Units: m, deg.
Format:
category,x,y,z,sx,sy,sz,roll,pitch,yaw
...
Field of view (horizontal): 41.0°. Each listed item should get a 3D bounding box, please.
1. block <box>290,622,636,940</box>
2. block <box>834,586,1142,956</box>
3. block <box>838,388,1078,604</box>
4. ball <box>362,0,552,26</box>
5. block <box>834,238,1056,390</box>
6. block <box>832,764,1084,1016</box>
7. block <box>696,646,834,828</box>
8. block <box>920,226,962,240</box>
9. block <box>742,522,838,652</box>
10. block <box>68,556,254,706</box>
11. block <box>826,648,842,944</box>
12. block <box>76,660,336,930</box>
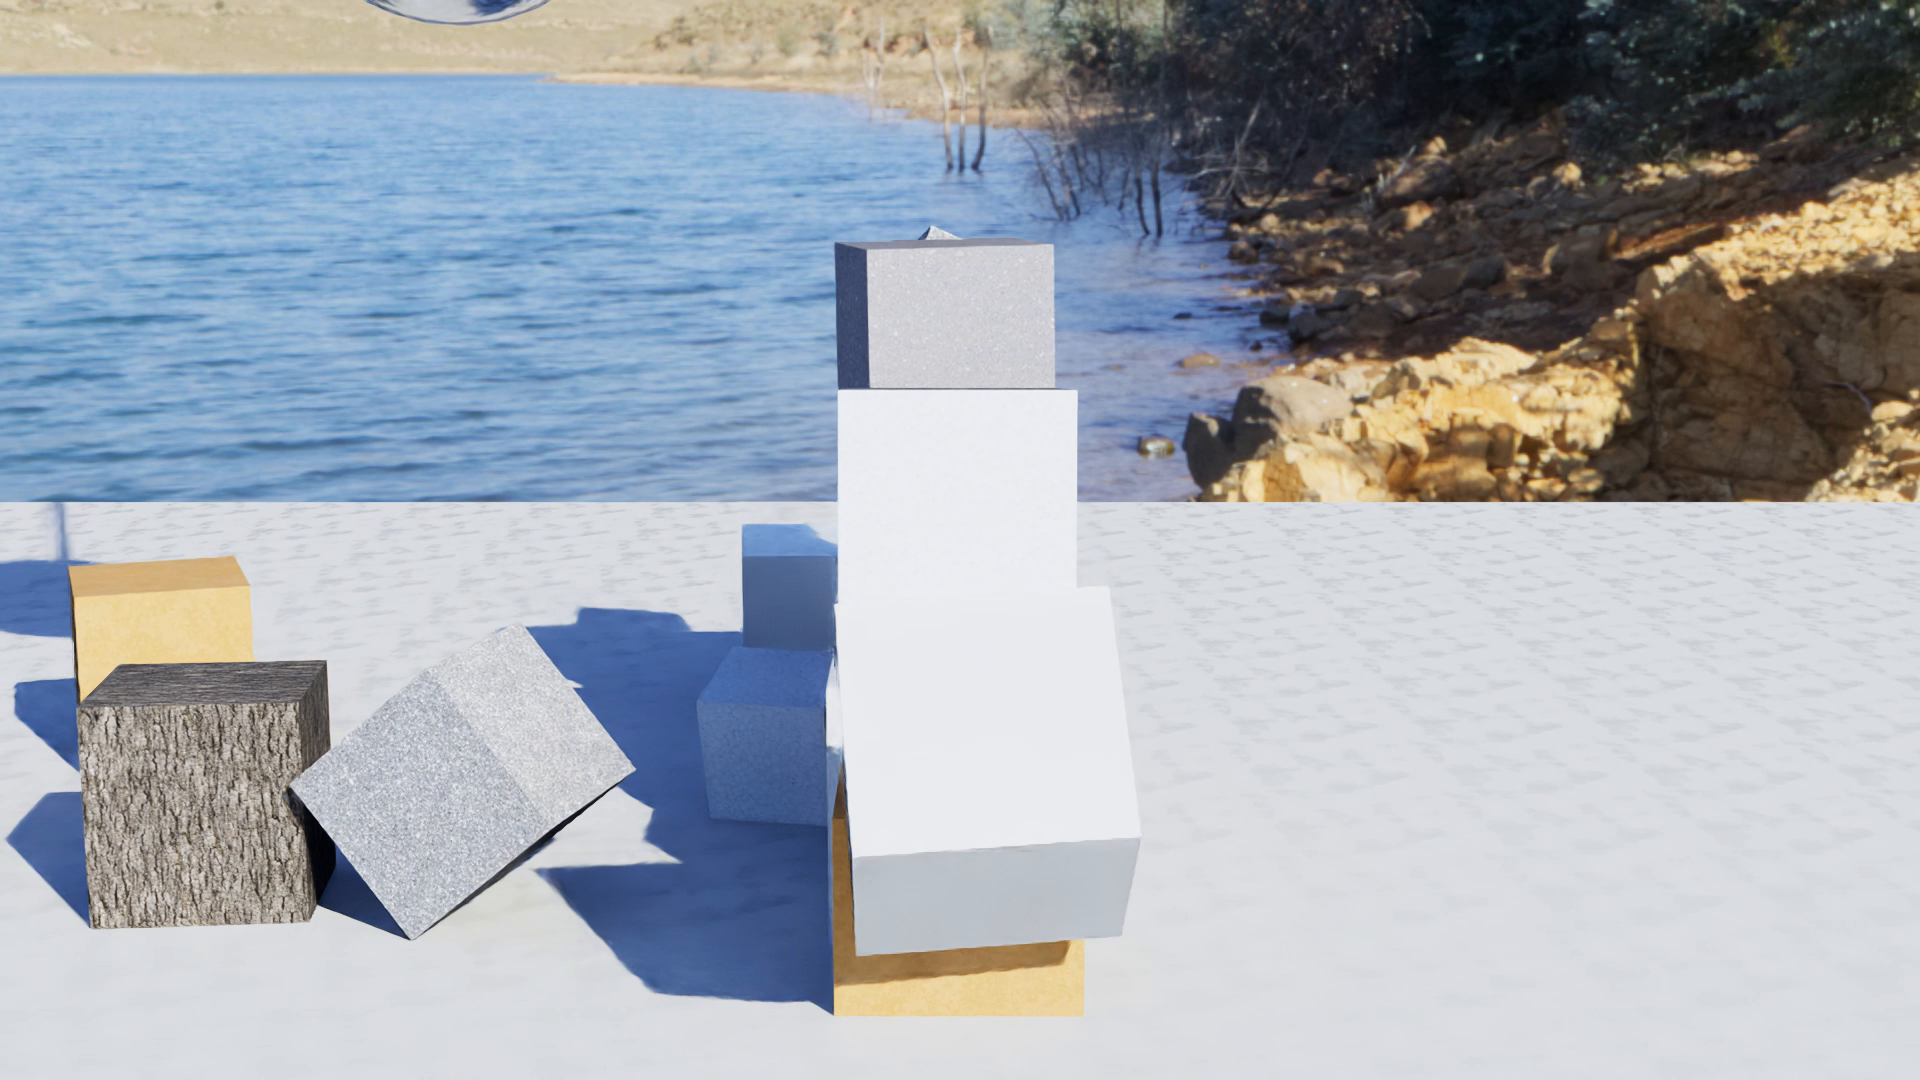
category,x,y,z,sx,sy,sz,roll,pitch,yaw
block,-2.079,1.000,10.833,0.826,0.818,0.912,-39,-1,18
block,0.074,0.830,9.126,0.964,0.955,0.911,-4,-30,-3
block,-0.028,-0.119,11.230,0.995,1.078,1.081,0,4,-2
ball,-2.109,-2.949,10.644,1.600,1.600,1.600,0,10,0
block,-0.078,-0.968,12.227,0.890,0.885,0.711,-3,10,-14
block,-0.005,1.344,10.009,0.943,0.774,0.802,0,10,0
block,-0.846,0.936,12.285,0.622,0.639,0.556,3,26,14
block,-0.071,-1.144,12.993,0.546,0.568,0.594,23,-17,-12
block,-0.741,0.430,14.615,0.987,0.897,0.890,-1,12,-5
block,-4.168,0.645,13.409,0.850,0.933,0.876,-4,11,-20
block,-0.021,1.036,10.858,1.031,1.077,0.968,0,10,0
block,-3.208,1.074,11.009,0.893,0.947,0.789,-1,10,-5
